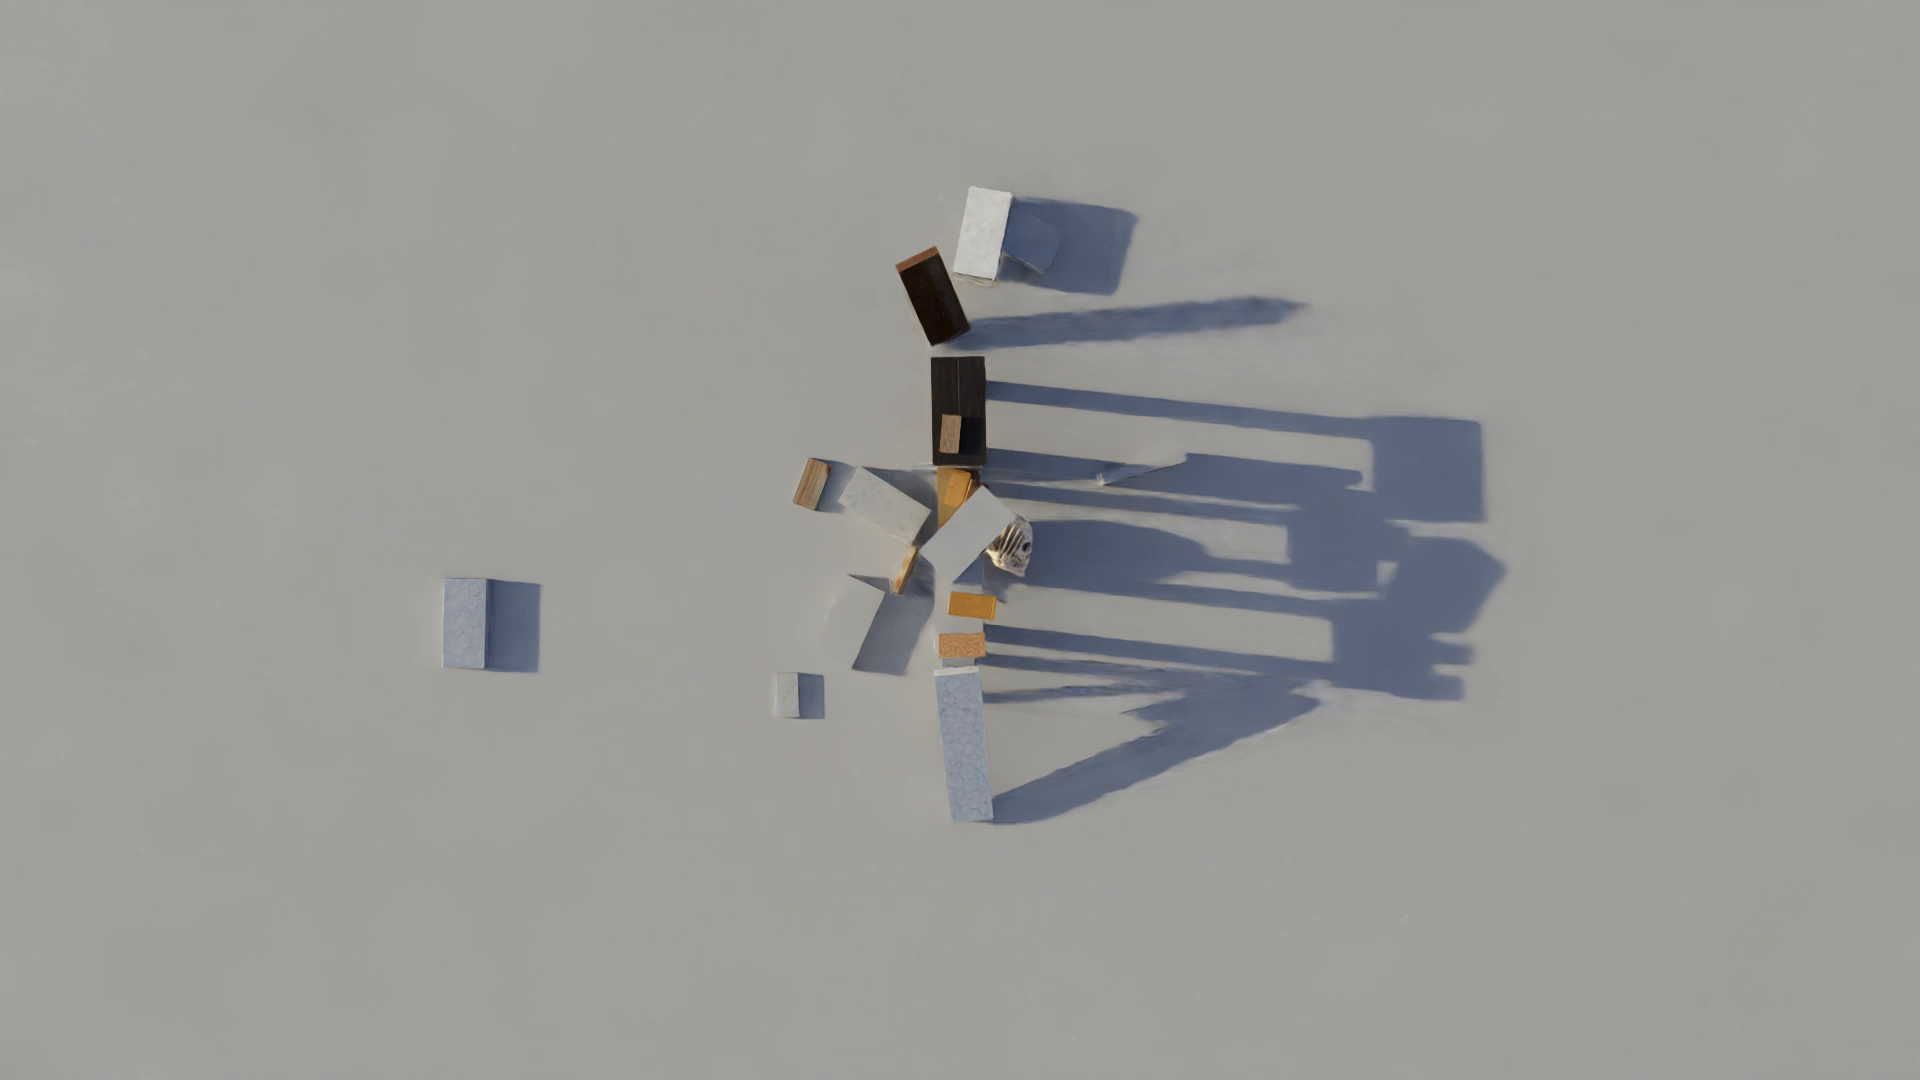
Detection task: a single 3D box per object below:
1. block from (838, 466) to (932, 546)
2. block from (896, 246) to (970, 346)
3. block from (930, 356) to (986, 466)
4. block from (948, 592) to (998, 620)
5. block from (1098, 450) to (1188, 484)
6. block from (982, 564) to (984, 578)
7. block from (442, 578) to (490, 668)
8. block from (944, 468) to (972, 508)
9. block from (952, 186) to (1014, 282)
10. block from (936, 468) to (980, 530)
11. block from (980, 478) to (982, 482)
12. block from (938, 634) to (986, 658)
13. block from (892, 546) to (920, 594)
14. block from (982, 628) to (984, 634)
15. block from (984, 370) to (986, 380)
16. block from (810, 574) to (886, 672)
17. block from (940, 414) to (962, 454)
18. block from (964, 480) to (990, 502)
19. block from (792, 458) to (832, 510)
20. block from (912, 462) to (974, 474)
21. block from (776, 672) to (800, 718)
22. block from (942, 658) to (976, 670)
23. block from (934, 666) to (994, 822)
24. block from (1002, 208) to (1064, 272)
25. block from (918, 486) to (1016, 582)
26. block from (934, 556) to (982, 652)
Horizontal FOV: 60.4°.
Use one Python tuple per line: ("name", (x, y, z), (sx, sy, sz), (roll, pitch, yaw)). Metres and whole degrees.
("block", (-0.250, -0.113, 5.480), (0.280, 0.040, 0.140), (32, 90, 0))
("block", (-0.087, -0.788, 5.357), (0.144, 0.344, 0.041), (-26, 49, 0))
("block", (-0.004, -0.402, 5.140), (0.167, 0.047, 0.335), (-1, 90, 0))
("block", (0.039, 0.205, 5.144), (0.145, 0.021, 0.072), (7, 90, 0))
("block", (0.600, -0.238, 5.430), (0.280, 0.140, 0.040), (-16, 90, 0))
("block", (-0.001, 0.099, 5.349), (0.151, 0.302, 0.043), (0, 90, 0))
("block", (-1.642, 0.276, 5.480), (0.140, 0.040, 0.296), (1, 90, 0))
("block", (-0.007, -0.162, 5.186), (0.059, 0.017, 0.117), (16, 90, 0))
("block", (0.076, -1.009, 5.432), (0.144, 0.041, 0.287), (12, 91, 7))
("block", (-0.002, -0.092, 5.213), (0.134, 0.038, 0.267), (-2, 90, 0))
("block", (0.003, -0.180, 5.366), (0.134, 0.267, 0.038), (0, 90, 0))
("block", (0.007, 0.329, 5.143), (0.145, 0.021, 0.072), (-1, 90, 0))
("block", (-0.178, 0.100, 5.459), (0.023, 0.080, 0.159), (23, 90, 11))
("block", (-0.002, 0.304, 5.348), (0.151, 0.302, 0.043), (0, 92, 0))
("block", (-0.003, -0.510, 5.333), (0.167, 0.335, 0.047), (0, 90, 0))
("block", (-0.371, 0.274, 5.480), (0.144, 0.041, 0.288), (25, 90, 0))
("block", (-0.029, -0.328, 5.108), (0.059, 0.017, 0.117), (5, 90, 0))
("block", (0.046, -0.127, 5.179), (0.059, 0.017, 0.117), (17, 90, -16))
("block", (-0.492, -0.186, 5.489), (0.080, 0.023, 0.159), (21, 90, 0))
("block", (-0.057, -0.238, 5.459), (0.199, 0.080, 0.023), (-1, 81, 0))
("block", (-0.573, 0.515, 5.490), (0.072, 0.021, 0.145), (-2, 90, 0))
("block", (-0.006, 0.435, 5.300), (0.105, 0.030, 0.211), (0, 121, -2))
("block", (0.014, 0.669, 5.364), (0.144, 0.041, 0.558), (-5, 115, 1))
("block", (0.187, -1.016, 5.480), (0.287, 0.041, 0.144), (26, 90, 0))
("block", (0.022, -0.017, 5.137), (0.144, 0.041, 0.288), (44, 88, 2))
("block", (-0.004, 0.202, 5.175), (0.151, 0.043, 0.302), (0, 90, 0))
